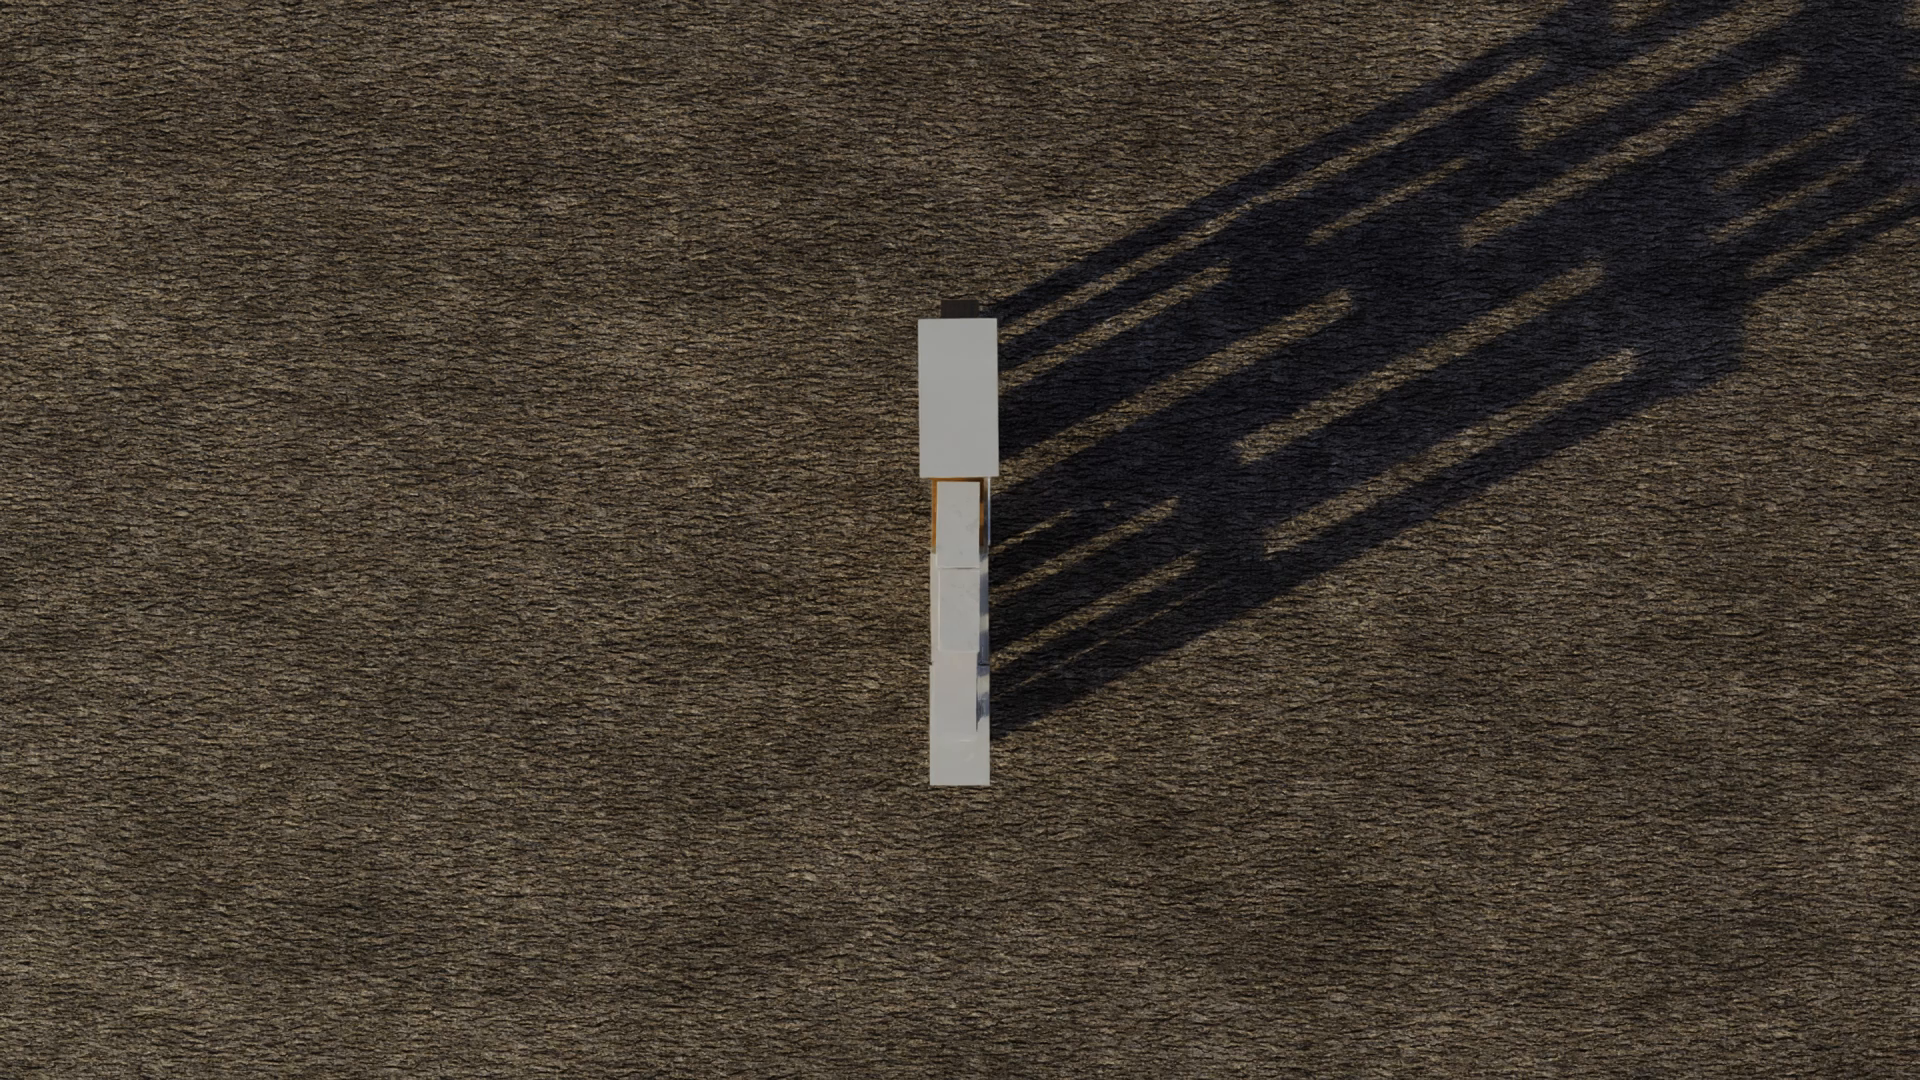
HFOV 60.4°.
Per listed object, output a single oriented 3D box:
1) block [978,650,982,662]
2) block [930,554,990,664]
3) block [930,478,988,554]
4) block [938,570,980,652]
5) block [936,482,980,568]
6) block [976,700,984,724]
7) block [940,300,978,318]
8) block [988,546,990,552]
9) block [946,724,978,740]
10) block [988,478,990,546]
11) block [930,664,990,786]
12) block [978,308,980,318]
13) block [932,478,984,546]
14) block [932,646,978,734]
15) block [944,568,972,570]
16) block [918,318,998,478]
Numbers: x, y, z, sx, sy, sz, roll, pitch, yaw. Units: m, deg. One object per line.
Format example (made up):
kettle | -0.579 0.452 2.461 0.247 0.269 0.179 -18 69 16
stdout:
block | -0.003 0.304 4.330 0.110 0.220 0.031 -5 90 3
block | -0.001 0.193 4.903 0.172 0.049 0.344 0 90 0
block | -0.001 -0.116 4.391 0.151 0.043 0.301 0 90 0
block | -0.002 0.170 3.988 0.099 0.028 0.198 0 90 1
block | -0.004 -0.037 3.867 0.100 0.028 0.201 1 90 0
block | 0.000 0.451 4.324 0.110 0.221 0.031 -1 92 6
block | 0.000 -0.606 4.971 0.115 0.033 0.230 0 90 0
block | 0.002 -0.141 5.118 0.178 0.050 0.356 0 90 0
block | 0.006 0.473 4.654 0.091 0.026 0.182 0 90 -1
block | 0.004 -0.151 4.737 0.166 0.047 0.332 0 90 0
block | -0.001 0.545 4.875 0.176 0.050 0.352 0 90 0
block | 0.000 -0.683 5.244 0.115 0.513 0.033 0 90 0
block | -0.005 -0.112 4.100 0.126 0.036 0.252 0 90 0
block | -0.012 0.380 4.199 0.110 0.031 0.220 0 87 3
block | -0.005 0.095 4.210 0.074 0.021 0.148 0 90 1
block | -0.003 -0.318 3.704 0.176 0.050 0.353 -1 90 0
